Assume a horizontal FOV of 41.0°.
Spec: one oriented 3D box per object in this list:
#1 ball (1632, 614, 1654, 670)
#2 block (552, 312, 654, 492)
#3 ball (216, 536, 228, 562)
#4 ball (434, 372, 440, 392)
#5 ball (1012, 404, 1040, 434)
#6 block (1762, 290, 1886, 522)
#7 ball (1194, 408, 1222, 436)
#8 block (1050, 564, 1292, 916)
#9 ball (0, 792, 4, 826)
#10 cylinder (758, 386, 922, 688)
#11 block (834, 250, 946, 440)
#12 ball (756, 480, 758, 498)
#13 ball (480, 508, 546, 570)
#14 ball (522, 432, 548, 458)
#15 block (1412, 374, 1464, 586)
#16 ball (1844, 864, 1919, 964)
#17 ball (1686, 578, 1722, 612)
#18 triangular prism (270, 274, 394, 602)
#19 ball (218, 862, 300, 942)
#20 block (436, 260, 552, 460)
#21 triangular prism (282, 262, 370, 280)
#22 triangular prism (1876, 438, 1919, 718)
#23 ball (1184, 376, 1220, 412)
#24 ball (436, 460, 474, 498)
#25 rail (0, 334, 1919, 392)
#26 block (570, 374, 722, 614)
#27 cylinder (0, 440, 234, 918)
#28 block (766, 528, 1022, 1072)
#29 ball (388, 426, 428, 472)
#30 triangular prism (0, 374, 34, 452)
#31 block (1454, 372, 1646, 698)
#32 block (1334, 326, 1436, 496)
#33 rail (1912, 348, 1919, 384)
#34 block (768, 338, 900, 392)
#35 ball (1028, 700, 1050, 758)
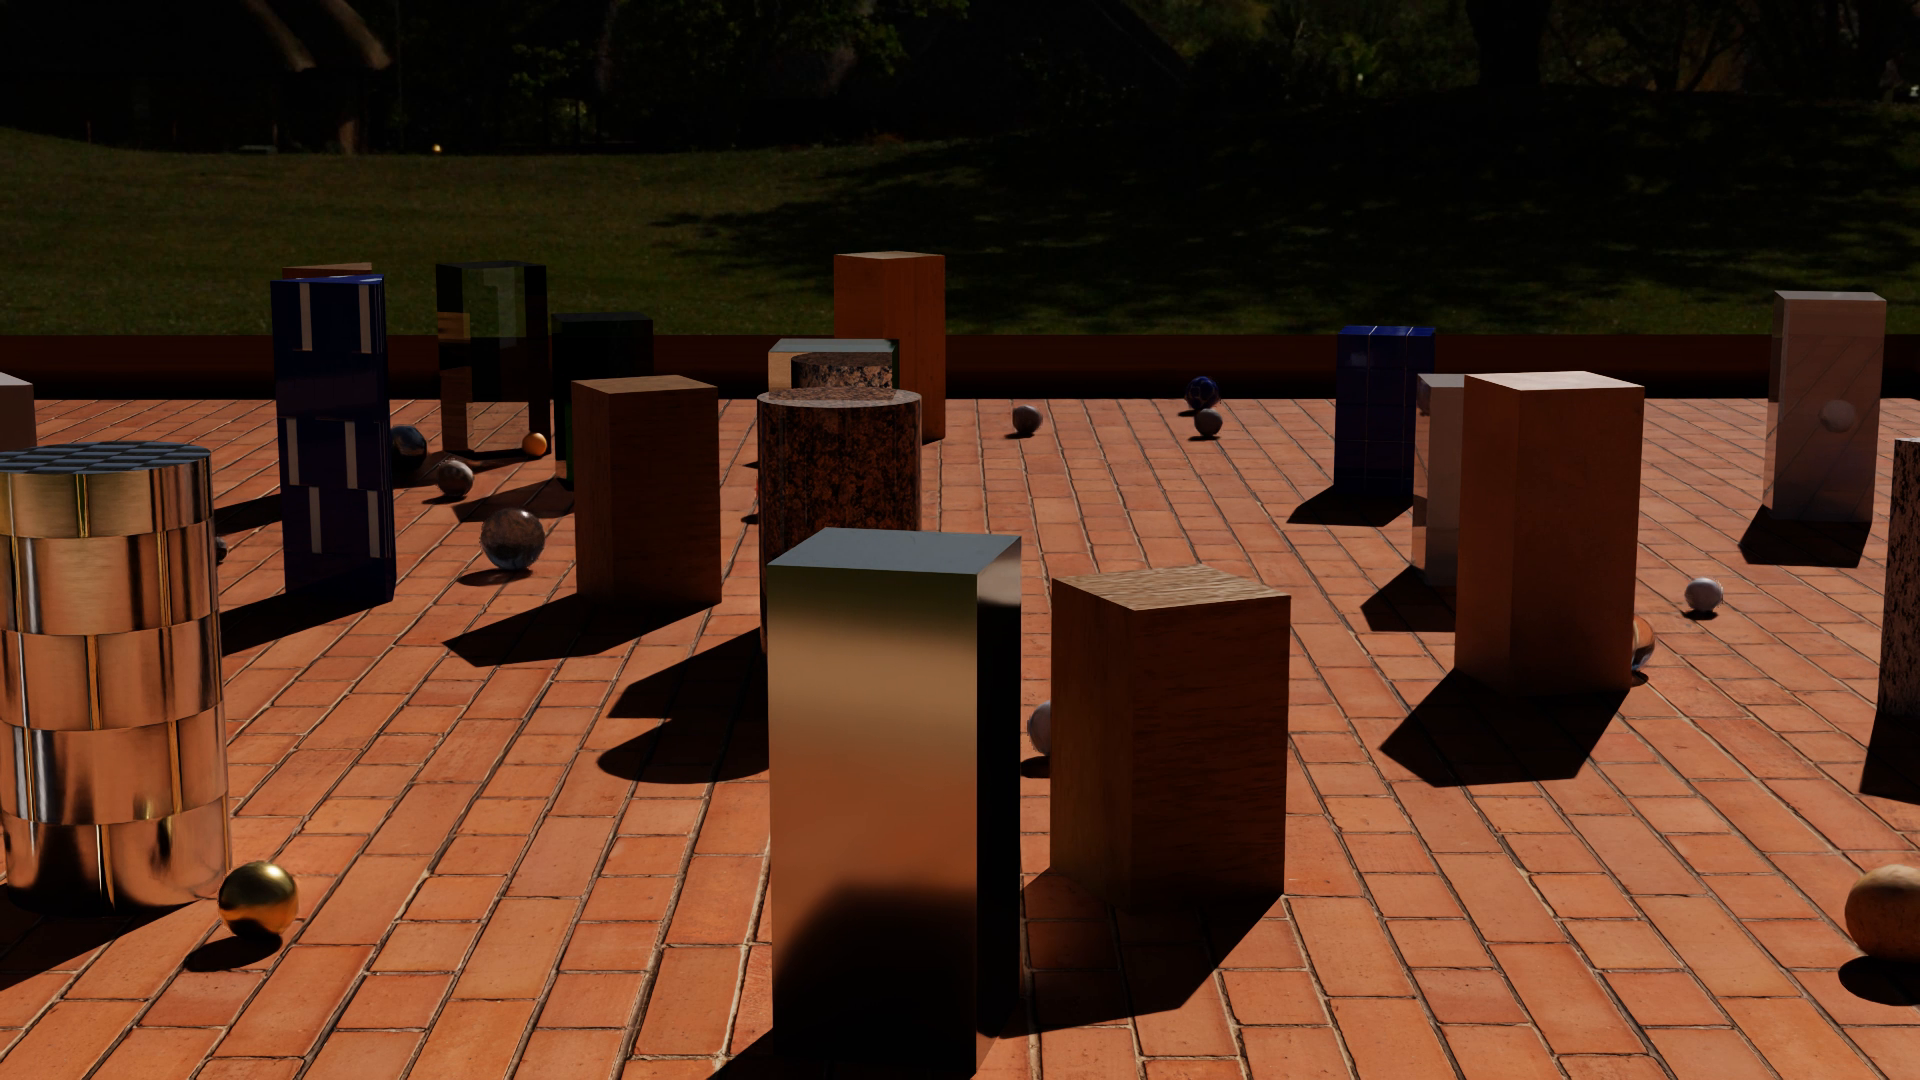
[{"bbox_3d":[0.805,0.123,3.111,0.073,0.073,0.073,0,11,0],"label":"ball"},{"bbox_3d":[-0.625,-0.245,4.495,0.155,0.292,0.155,-3,11,-16],"label":"block"},{"bbox_3d":[-1.103,0.013,3.790,0.041,0.041,0.041,0,11,0],"label":"ball"},{"bbox_3d":[-1.144,-0.350,5.709,0.054,0.054,0.054,0,11,0],"label":"ball"},{"bbox_3d":[0.131,-0.240,5.112,0.057,0.057,0.057,0,11,0],"label":"ball"},{"bbox_3d":[1.405,-0.220,4.179,0.155,0.357,0.155,2,11,11],"label":"block"},{"bbox_3d":[0.492,-0.233,5.077,0.055,0.055,0.055,0,11,0],"label":"ball"},{"bbox_3d":[0.185,0.174,2.296,0.155,0.271,0.155,-5,12,-24],"label":"block"},{"bbox_3d":[-0.936,0.256,2.439,0.056,0.056,0.056,0,11,0],"label":"ball"},{"bbox_3d":[-0.142,-0.001,3.045,0.194,0.341,0.194,0,11,0],"label":"cylinder"},{"bbox_3d":[-0.138,-0.379,5.035,0.155,0.359,0.155,-9,14,-39],"label":"block"},{"bbox_3d":[-0.294,-0.083,4.202,0.081,0.081,0.081,0,11,0],"label":"ball"},{"bbox_3d":[-0.650,-0.001,3.729,0.093,0.093,0.093,0,11,0],"label":"ball"},{"bbox_3d":[-0.797,-0.178,4.803,0.047,0.047,0.047,0,11,0],"label":"ball"},{"bbox_3d":[0.738,-0.088,3.673,0.155,0.283,0.155,1,11,3],"label":"block"},{"bbox_3d":[0.767,0.307,2.100,0.081,0.081,0.081,0,11,0],"label":"ball"},{"bbox_3d":[1.000,0.073,3.452,0.046,0.046,0.046,0,11,0],"label":"ball"},{"bbox_3d":[-0.837,-0.147,3.573,0.168,0.435,0.145,4,11,19],"label":"triangular prism"},{"bbox_3d":[-0.590,0.304,2.157,0.067,0.067,0.067,0,11,0],"label":"ball"},{"bbox_3d":[-0.880,-0.341,4.840,0.155,0.355,0.155,-7,13,-33],"label":"block"},{"bbox_3d":[-1.053,-0.283,4.445,0.168,0.384,0.145,3,11,16],"label":"triangular prism"},{"bbox_3d":[1.155,0.043,2.888,0.145,0.313,0.168,-10,15,-44],"label":"triangular prism"},{"bbox_3d":[0.513,-0.310,5.440,0.073,0.073,0.073,0,11,0],"label":"ball"},{"bbox_3d":[-0.858,-0.103,4.362,0.062,0.062,0.062,0,11,0],"label":"ball"},{"bbox_3d":[-0.013,-0.393,5.740,4.369,0.126,0.045,0,11,0],"label":"rail"},{"bbox_3d":[-0.430,-0.066,3.518,0.155,0.297,0.155,-5,12,-27],"label":"block"},{"bbox_3d":[-0.755,0.118,2.276,0.194,0.388,0.194,0,11,0],"label":"cylinder"},{"bbox_3d":[-0.046,0.190,1.933,0.155,0.372,0.155,2,11,13],"label":"block"},{"bbox_3d":[-1.003,-0.164,4.624,0.085,0.085,0.085,0,11,0],"label":"ball"},{"bbox_3d":[-1.117,0.001,2.934,0.168,0.377,0.145,-1,11,-4],"label":"triangular prism"},{"bbox_3d":[0.696,-0.011,3.046,0.155,0.360,0.155,-2,11,-12],"label":"block"},{"bbox_3d":[0.734,-0.225,4.435,0.155,0.274,0.155,3,11,13],"label":"block"},{"bbox_3d":[2.161,0.030,3.461,0.045,0.126,4.708,0,11,0],"label":"rail"},{"bbox_3d":[-0.160,-0.067,3.317,0.155,0.371,0.155,0,11,2],"label":"block"},{"bbox_3d":[0.105,0.200,2.720,0.064,0.064,0.064,0,11,0],"label":"ball"}]
